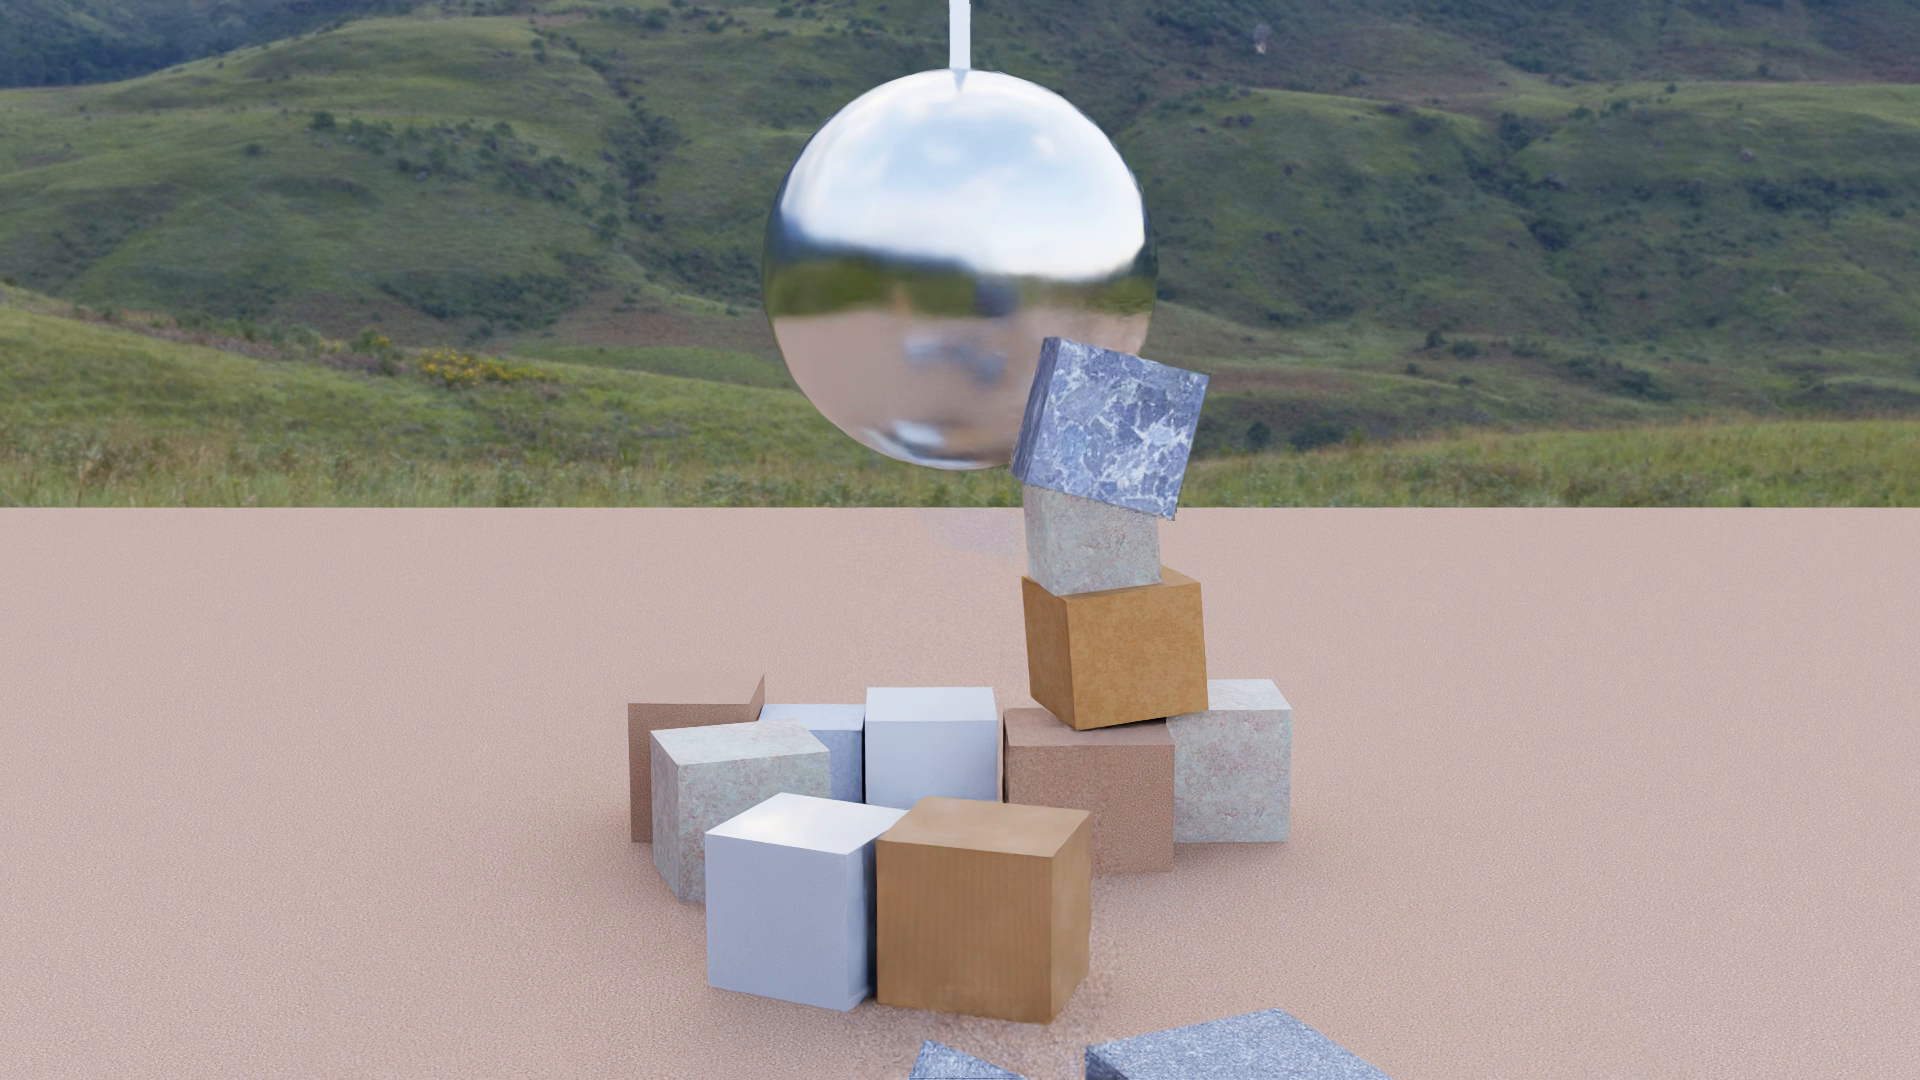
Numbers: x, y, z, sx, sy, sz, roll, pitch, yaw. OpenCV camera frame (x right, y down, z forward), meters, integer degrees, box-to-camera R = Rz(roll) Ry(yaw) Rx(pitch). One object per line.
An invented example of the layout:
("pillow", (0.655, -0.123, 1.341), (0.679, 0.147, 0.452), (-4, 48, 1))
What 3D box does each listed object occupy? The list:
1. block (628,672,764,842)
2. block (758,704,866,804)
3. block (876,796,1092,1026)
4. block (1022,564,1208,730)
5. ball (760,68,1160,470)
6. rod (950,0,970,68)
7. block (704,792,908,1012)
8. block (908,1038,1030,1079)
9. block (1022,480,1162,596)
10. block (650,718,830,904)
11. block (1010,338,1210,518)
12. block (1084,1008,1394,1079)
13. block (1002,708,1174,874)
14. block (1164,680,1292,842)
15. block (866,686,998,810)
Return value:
("block", (-1.351, 1.116, 11.396), (0.611, 0.726, 0.668), (0, 10, 2))
("block", (-0.764, 1.194, 11.387), (0.540, 0.576, 0.515), (0, 10, 0))
("block", (0.109, 1.529, 9.181), (0.739, 0.706, 0.640), (3, 11, 17))
("block", (0.778, 0.515, 11.166), (0.699, 0.650, 0.749), (-8, 11, -14))
("ball", (0.000, -1.083, 8.852), (1.600, 1.600, 1.600), (0, 10, 0))
("rod", (0.000, -4.430, 9.451), (0.080, 5.200, 0.080), (0, -10, 0))
("block", (-0.623, 1.520, 9.335), (0.666, 0.670, 0.638), (5, 11, 25))
("block", (0.051, 1.924, 6.400), (0.598, 0.590, 0.524), (20, 46, 8))
("block", (0.655, -0.075, 11.070), (0.547, 0.561, 0.551), (-7, 11, -11))
("block", (-1.059, 1.292, 10.582), (0.729, 0.672, 0.636), (-4, 11, -19))
("block", (0.475, -0.371, 7.122), (0.479, 0.464, 0.477), (14, 4, -6))
("block", (0.892, 1.969, 6.908), (0.736, 0.654, 0.741), (-5, 11, -25))
("block", (0.626, 1.237, 10.967), (0.796, 0.641, 0.713), (0, 10, -1))
("block", (1.340, 1.135, 11.393), (0.636, 0.690, 0.629), (0, 10, -2))
("block", (-0.152, 1.160, 11.390), (0.664, 0.643, 0.685), (0, 10, -1))
